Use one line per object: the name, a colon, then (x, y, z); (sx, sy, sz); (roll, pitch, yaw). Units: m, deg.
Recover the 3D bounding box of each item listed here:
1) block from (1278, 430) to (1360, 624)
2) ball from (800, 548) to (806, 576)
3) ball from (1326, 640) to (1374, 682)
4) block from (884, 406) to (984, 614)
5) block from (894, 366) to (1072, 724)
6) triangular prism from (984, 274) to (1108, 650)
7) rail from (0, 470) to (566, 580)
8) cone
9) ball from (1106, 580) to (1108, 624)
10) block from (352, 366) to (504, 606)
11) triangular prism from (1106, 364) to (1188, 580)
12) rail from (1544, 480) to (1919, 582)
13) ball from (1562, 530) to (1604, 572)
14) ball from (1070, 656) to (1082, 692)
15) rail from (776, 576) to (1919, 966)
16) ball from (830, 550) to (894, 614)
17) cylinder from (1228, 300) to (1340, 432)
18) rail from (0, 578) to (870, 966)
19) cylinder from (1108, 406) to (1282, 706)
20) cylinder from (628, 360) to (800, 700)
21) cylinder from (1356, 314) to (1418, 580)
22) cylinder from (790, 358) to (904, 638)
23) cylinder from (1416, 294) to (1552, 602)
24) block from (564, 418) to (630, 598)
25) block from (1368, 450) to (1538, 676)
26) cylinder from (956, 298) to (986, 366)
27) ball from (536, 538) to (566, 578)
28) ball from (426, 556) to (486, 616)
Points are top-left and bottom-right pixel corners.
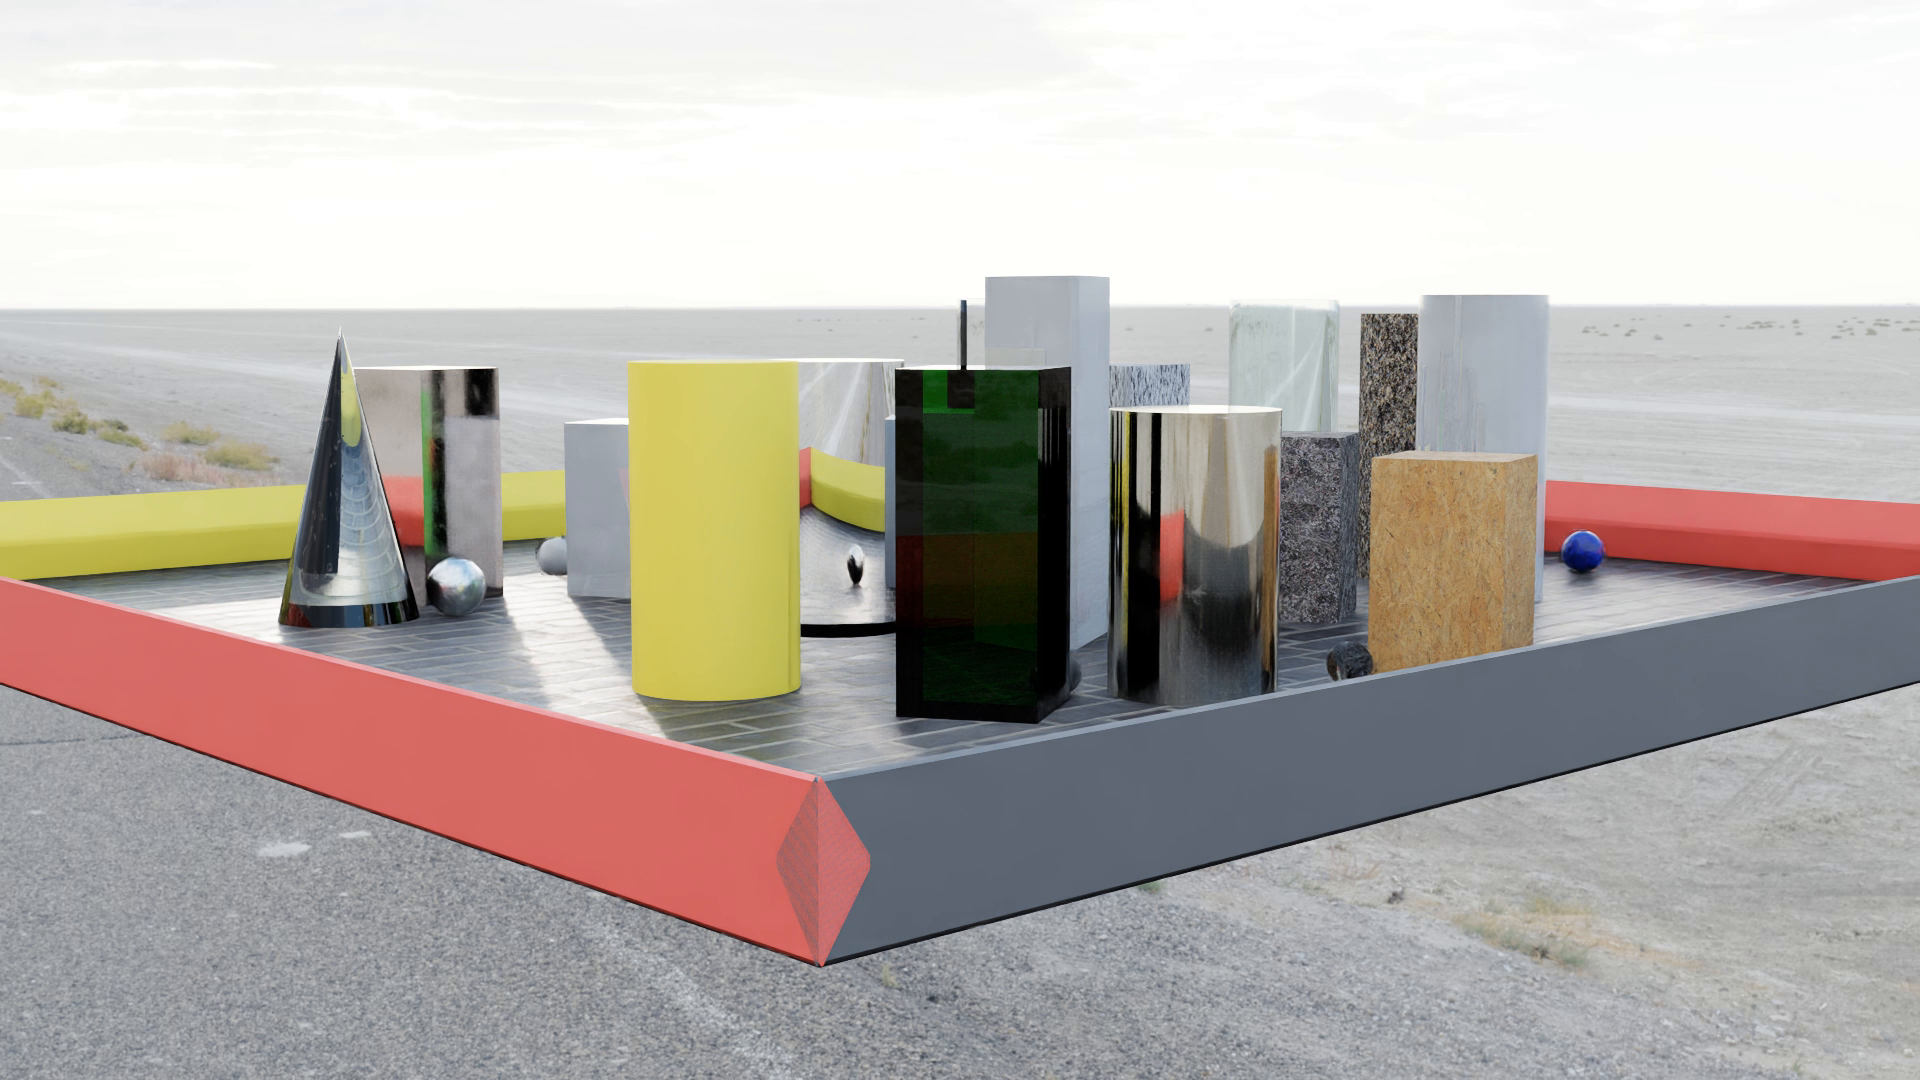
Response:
block: (0.492, -0.023, 3.234); (0.160, 0.265, 0.160); (2, 6, 20)
ball: (-0.286, 0.035, 3.641); (0.065, 0.065, 0.065); (0, 6, 0)
ball: (0.463, 0.147, 2.612); (0.055, 0.055, 0.055); (0, 6, 0)
block: (-0.015, -0.049, 3.322); (0.160, 0.298, 0.160); (2, 6, 15)
block: (0.028, -0.001, 2.457); (0.160, 0.382, 0.160); (2, 6, 16)
triangular prism: (0.147, -0.112, 2.994); (0.150, 0.491, 0.173); (-5, 8, -42)
rail: (-0.863, -0.063, 4.263); (2.654, 0.130, 0.045); (-5, 8, -42)
cone: (-0.888, -0.097, 3.176); (0.200, 0.424, 0.200); (0, 6, 0)
ball: (0.230, 0.086, 3.091); (0.077, 0.077, 0.077); (0, 6, 0)
block: (-0.828, -0.089, 3.419); (0.160, 0.357, 0.160); (4, 7, 34)
triangular prism: (0.225, -0.074, 3.227); (0.150, 0.367, 0.173); (4, 7, 36)
rail: (0.958, -0.058, 4.211); (0.045, 0.130, 2.594); (-5, 8, -42)
ball: (1.066, 0.019, 3.763); (0.071, 0.071, 0.071); (0, 6, 0)
ball: (0.119, 0.156, 2.568); (0.048, 0.048, 0.048); (0, 6, 0)
rail: (0.863, 0.131, 2.401); (2.654, 0.130, 0.045); (-5, 8, -42)
ball: (-0.145, 0.062, 3.242); (0.095, 0.095, 0.095); (0, 6, 0)
cylinder: (0.591, -0.206, 4.029); (0.200, 0.465, 0.200); (0, 6, 0)
rail: (-0.958, 0.125, 2.453); (0.045, 0.130, 2.594); (-5, 8, -42)
cylinder: (0.272, 0.013, 2.566); (0.200, 0.332, 0.200); (0, 6, 0)
cylinder: (-0.290, -0.018, 2.600); (0.200, 0.386, 0.200); (0, 6, 0)
cylinder: (0.768, -0.157, 3.677); (0.200, 0.440, 0.200); (0, 6, 0)
cylinder: (-0.177, -0.063, 3.085); (0.200, 0.376, 0.200); (0, 6, 0)
cylinder: (0.810, -0.146, 3.422); (0.200, 0.470, 0.200); (0, 6, 0)
block: (-0.516, -0.053, 3.496); (0.160, 0.271, 0.160); (2, 6, 20)
block: (0.596, 0.034, 2.656); (0.160, 0.271, 0.160); (3, 7, 27)
cylinder: (0.094, -0.155, 3.540); (0.200, 0.465, 0.200); (0, 6, 0)
ball: (-0.675, 0.030, 3.684); (0.067, 0.067, 0.067); (0, 6, 0)
ball: (-0.740, 0.067, 3.230); (0.086, 0.086, 0.086); (0, 6, 0)
